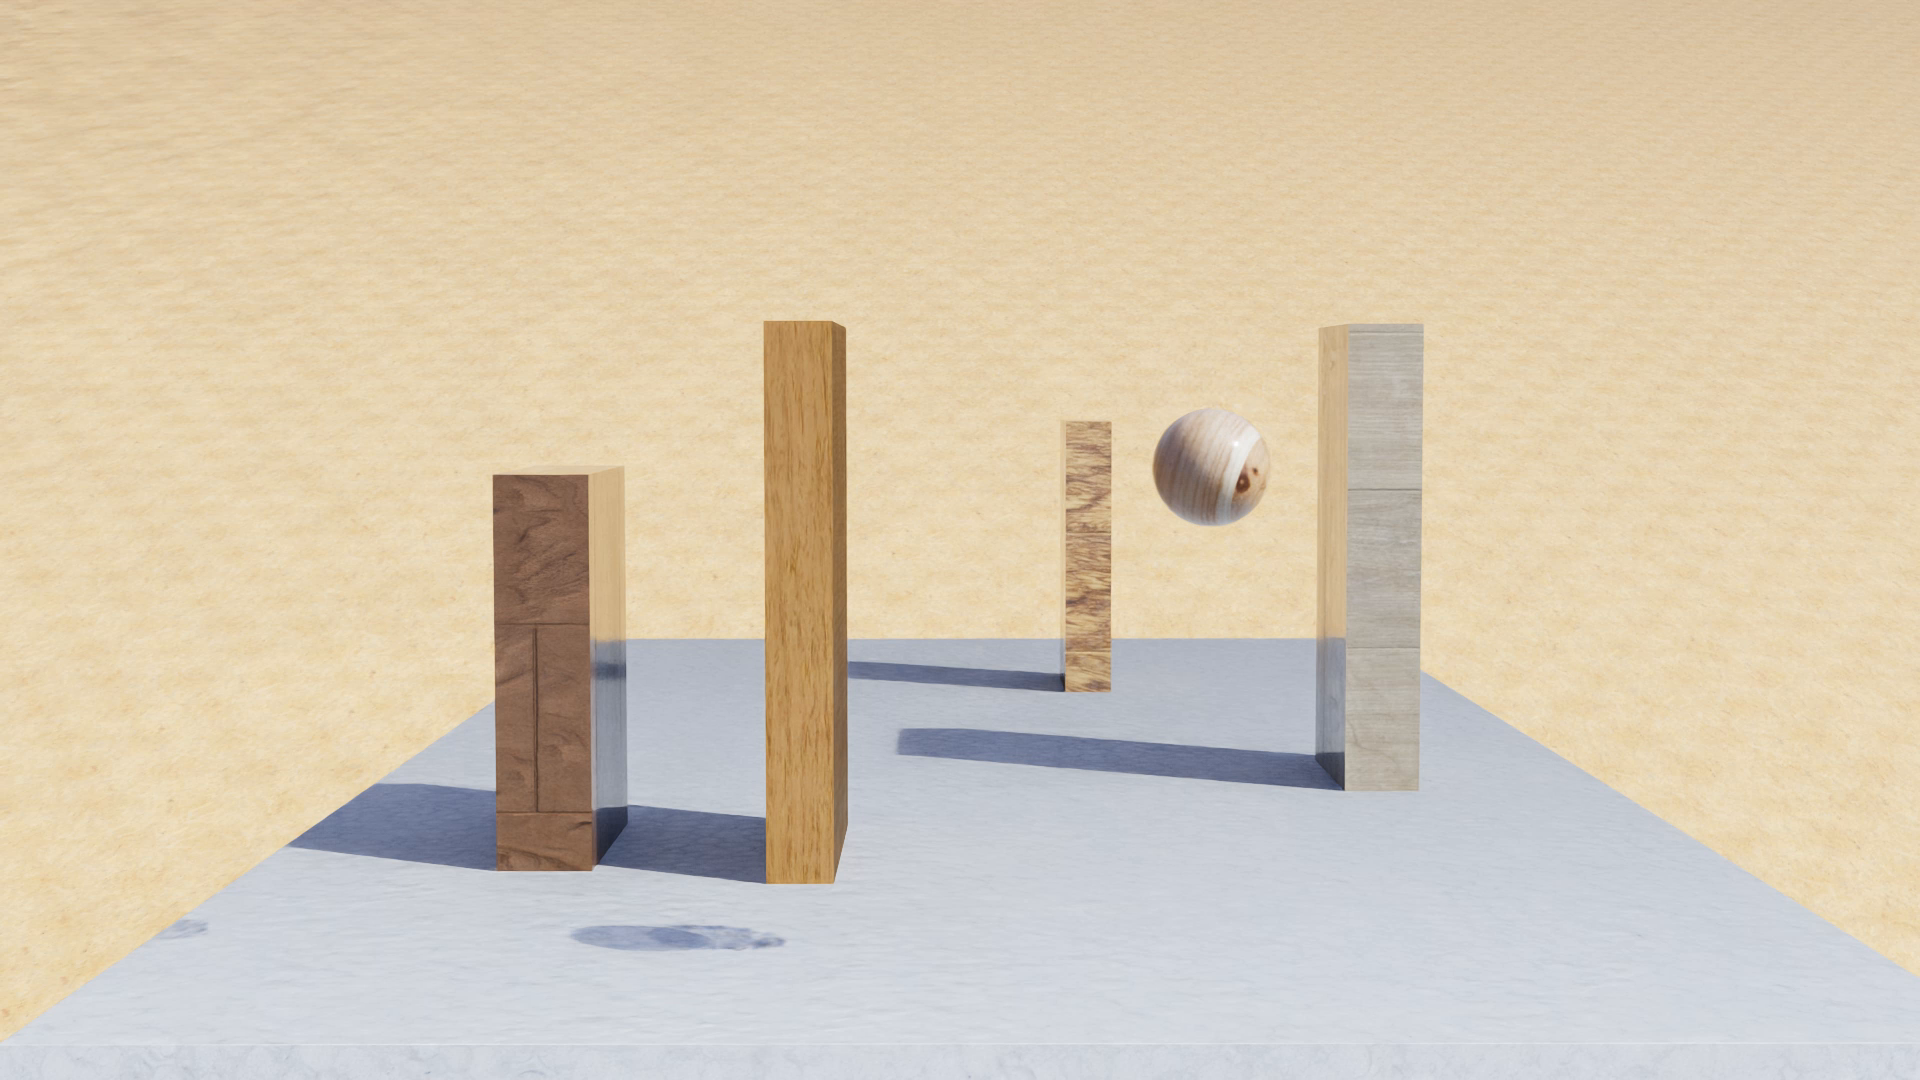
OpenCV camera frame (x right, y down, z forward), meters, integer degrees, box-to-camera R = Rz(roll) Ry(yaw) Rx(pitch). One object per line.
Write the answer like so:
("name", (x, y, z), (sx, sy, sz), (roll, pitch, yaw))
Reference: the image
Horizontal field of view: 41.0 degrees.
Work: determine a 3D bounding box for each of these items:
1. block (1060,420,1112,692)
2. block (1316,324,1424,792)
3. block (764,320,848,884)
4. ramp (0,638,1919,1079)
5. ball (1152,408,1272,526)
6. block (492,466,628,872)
("block", (0.269, 0.027, 5.523), (0.096, 0.569, 0.292), (0, 4, 0))
("block", (0.672, 0.019, 4.238), (0.118, 0.743, 0.336), (0, 4, 0))
("block", (-0.209, 0.070, 3.535), (0.088, 0.730, 0.436), (0, 4, 0))
("ramp", (0.047, 0.424, 4.534), (2.000, 0.100, 4.000), (0, 4, 0))
("ball", (0.262, -0.076, 2.675), (0.123, 0.123, 0.123), (0, 20, 0))
("block", (-0.555, 0.166, 3.596), (0.127, 0.530, 0.373), (0, 4, 0))
